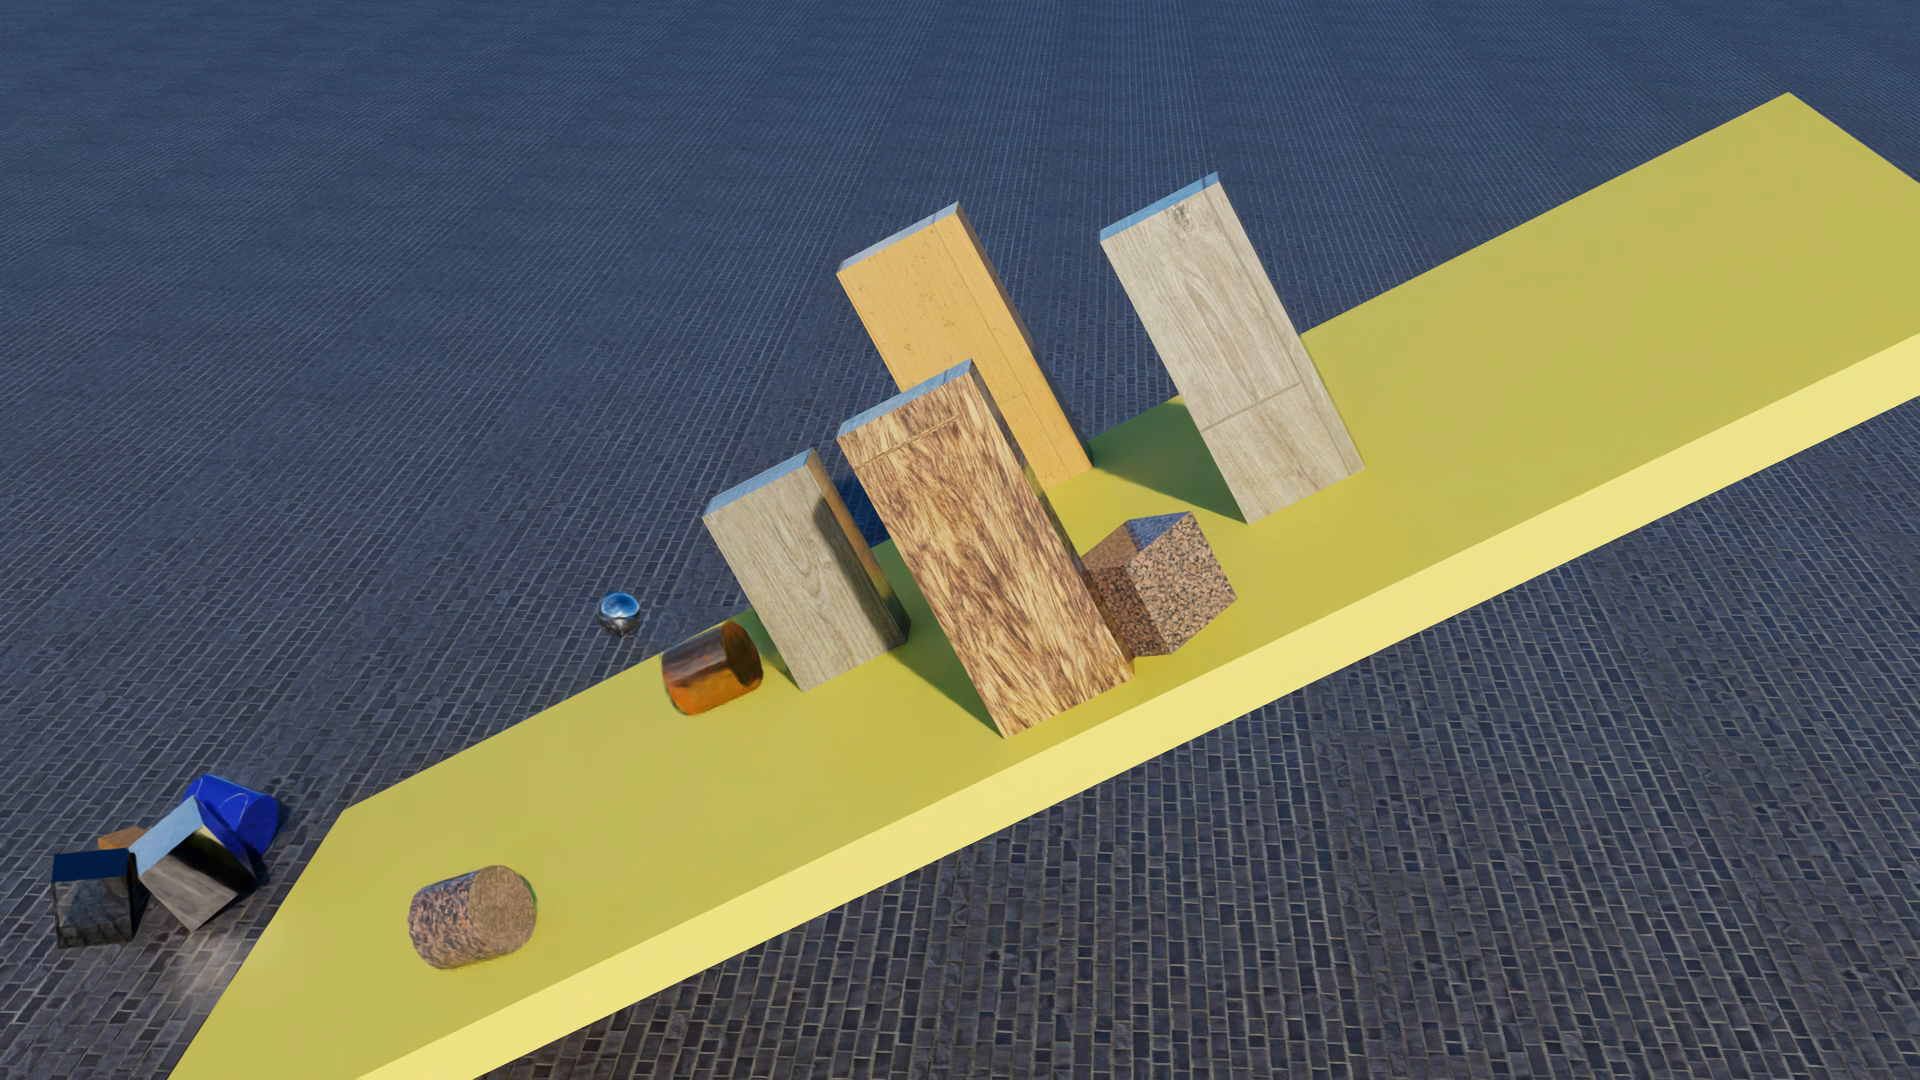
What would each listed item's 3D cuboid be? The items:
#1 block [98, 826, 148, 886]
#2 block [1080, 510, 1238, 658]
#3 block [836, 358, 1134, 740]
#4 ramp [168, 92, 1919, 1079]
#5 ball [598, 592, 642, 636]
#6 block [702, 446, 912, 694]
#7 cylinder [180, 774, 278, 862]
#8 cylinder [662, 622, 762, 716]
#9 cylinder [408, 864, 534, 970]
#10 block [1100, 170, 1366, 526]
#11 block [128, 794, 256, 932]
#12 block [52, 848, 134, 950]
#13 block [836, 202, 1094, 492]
[{"bbox_3d":[-2.085,0.797,7.394,0.107,0.107,0.107,15,23,40],"label":"block"},{"bbox_3d":[0.356,0.086,5.533,0.194,0.194,0.194,-38,16,-31],"label":"block"},{"bbox_3d":[0.052,0.019,5.412,0.271,0.652,0.110,-26,14,11],"label":"block"},{"bbox_3d":[0.141,0.167,6.281,4.000,0.100,2.000,-26,14,11],"label":"ramp"},{"bbox_3d":[-1.058,0.231,9.160,0.135,0.135,0.135,0,17,0],"label":"ball"},{"bbox_3d":[-0.332,0.066,6.419,0.259,0.451,0.141,-26,14,11],"label":"block"},{"bbox_3d":[-1.868,0.710,7.504,0.180,0.180,0.180,17,22,20],"label":"cylinder"},{"bbox_3d":[-0.562,0.292,6.667,0.165,0.165,0.165,-23,9,21],"label":"cylinder"},{"bbox_3d":[-0.966,0.748,5.822,0.176,0.176,0.176,-19,4,35],"label":"cylinder"},{"bbox_3d":[0.544,-0.380,5.864,0.259,0.650,0.119,-26,14,11],"label":"block"},{"bbox_3d":[-1.865,0.785,7.147,0.199,0.199,0.199,-40,26,-6],"label":"block"},{"bbox_3d":[-2.085,0.861,7.077,0.172,0.172,0.172,-4,18,-13],"label":"block"},{"bbox_3d":[0.016,-0.414,6.943,0.315,0.688,0.134,-26,14,11],"label":"block"}]
